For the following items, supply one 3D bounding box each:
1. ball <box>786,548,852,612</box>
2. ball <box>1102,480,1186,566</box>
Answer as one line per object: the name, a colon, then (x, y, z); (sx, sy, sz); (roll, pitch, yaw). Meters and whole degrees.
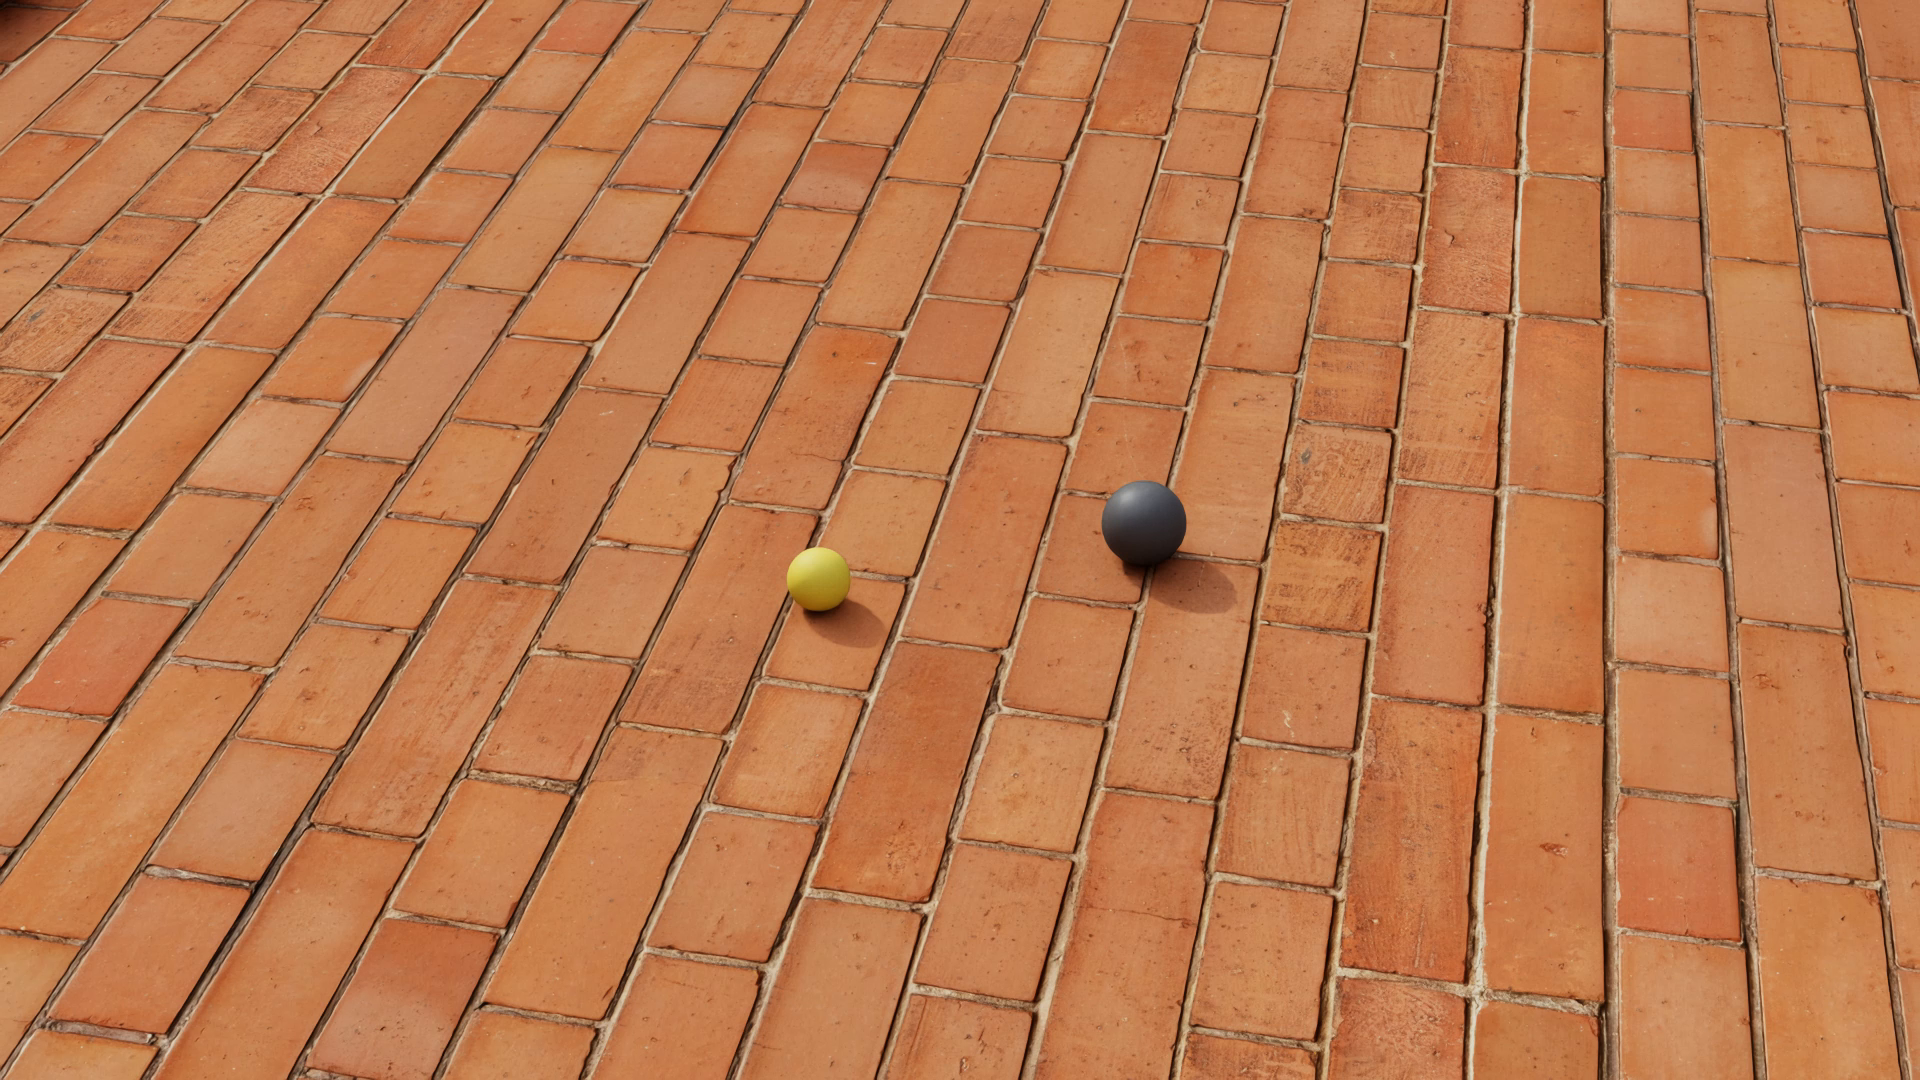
ball: (-0.094, 0.026, 1.702); (0.043, 0.043, 0.043); (0, 36, 0)
ball: (0.125, -0.011, 1.742); (0.058, 0.058, 0.058); (0, 36, 0)
